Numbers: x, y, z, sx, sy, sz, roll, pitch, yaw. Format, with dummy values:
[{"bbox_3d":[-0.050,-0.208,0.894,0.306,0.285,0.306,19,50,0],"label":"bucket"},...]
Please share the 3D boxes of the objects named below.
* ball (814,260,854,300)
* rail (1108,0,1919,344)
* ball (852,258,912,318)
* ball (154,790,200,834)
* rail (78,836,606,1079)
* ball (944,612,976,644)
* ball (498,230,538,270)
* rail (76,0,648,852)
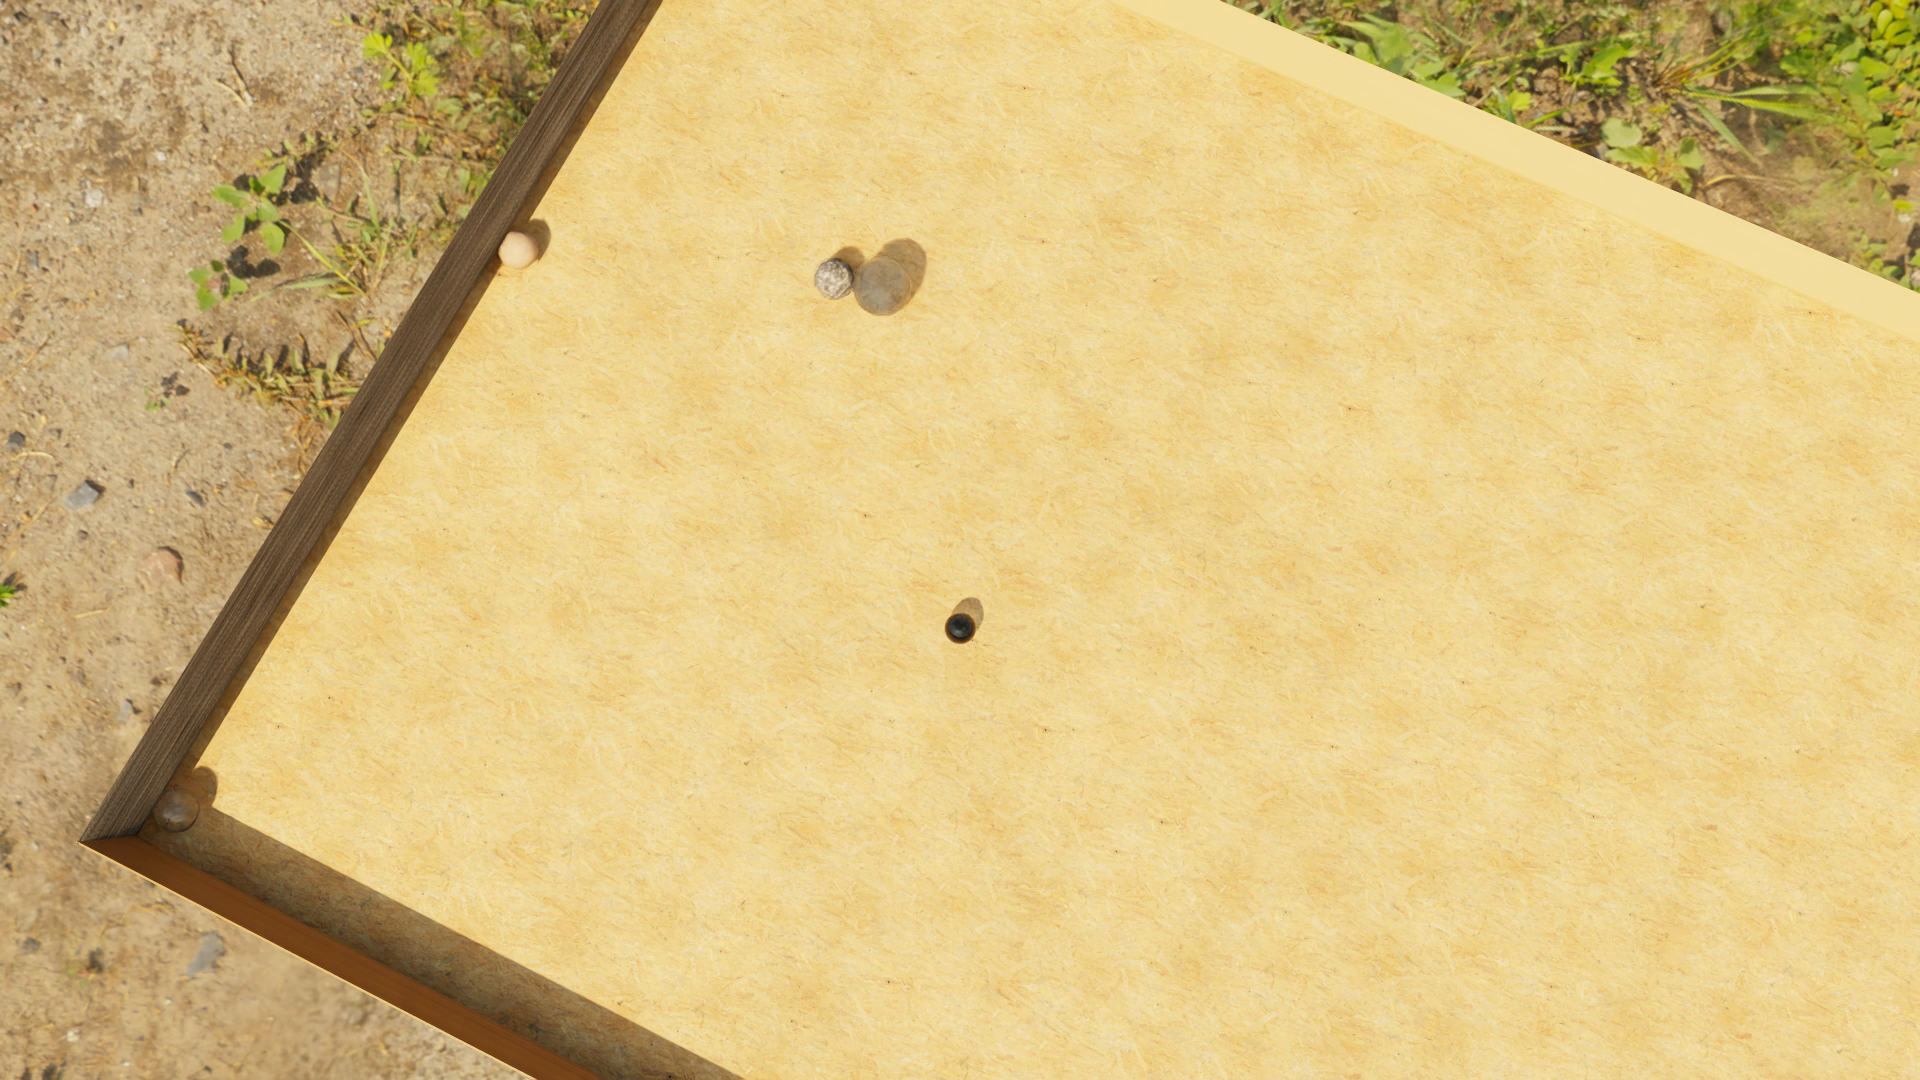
[{"bbox_3d":[-0.203,-0.420,3.553,0.065,0.065,0.065,0,72,0],"label":"ball"},{"bbox_3d":[1.264,-0.454,3.532,3.716,0.123,0.045,25,73,8],"label":"rail"},{"bbox_3d":[-0.125,-0.406,3.532,0.095,0.095,0.095,0,72,0],"label":"ball"},{"bbox_3d":[-1.168,0.404,3.277,0.065,0.065,0.065,0,72,0],"label":"ball"},{"bbox_3d":[0.404,1.211,2.976,3.716,0.123,0.045,25,73,8],"label":"rail"},{"bbox_3d":[0.000,0.136,3.375,0.050,0.050,0.050,0,72,0],"label":"ball"},{"bbox_3d":[-0.718,-0.471,3.570,0.063,0.063,0.063,0,72,0],"label":"ball"},{"bbox_3d":[-0.813,-0.387,3.509,0.045,0.123,2.002,25,73,8],"label":"rail"}]
